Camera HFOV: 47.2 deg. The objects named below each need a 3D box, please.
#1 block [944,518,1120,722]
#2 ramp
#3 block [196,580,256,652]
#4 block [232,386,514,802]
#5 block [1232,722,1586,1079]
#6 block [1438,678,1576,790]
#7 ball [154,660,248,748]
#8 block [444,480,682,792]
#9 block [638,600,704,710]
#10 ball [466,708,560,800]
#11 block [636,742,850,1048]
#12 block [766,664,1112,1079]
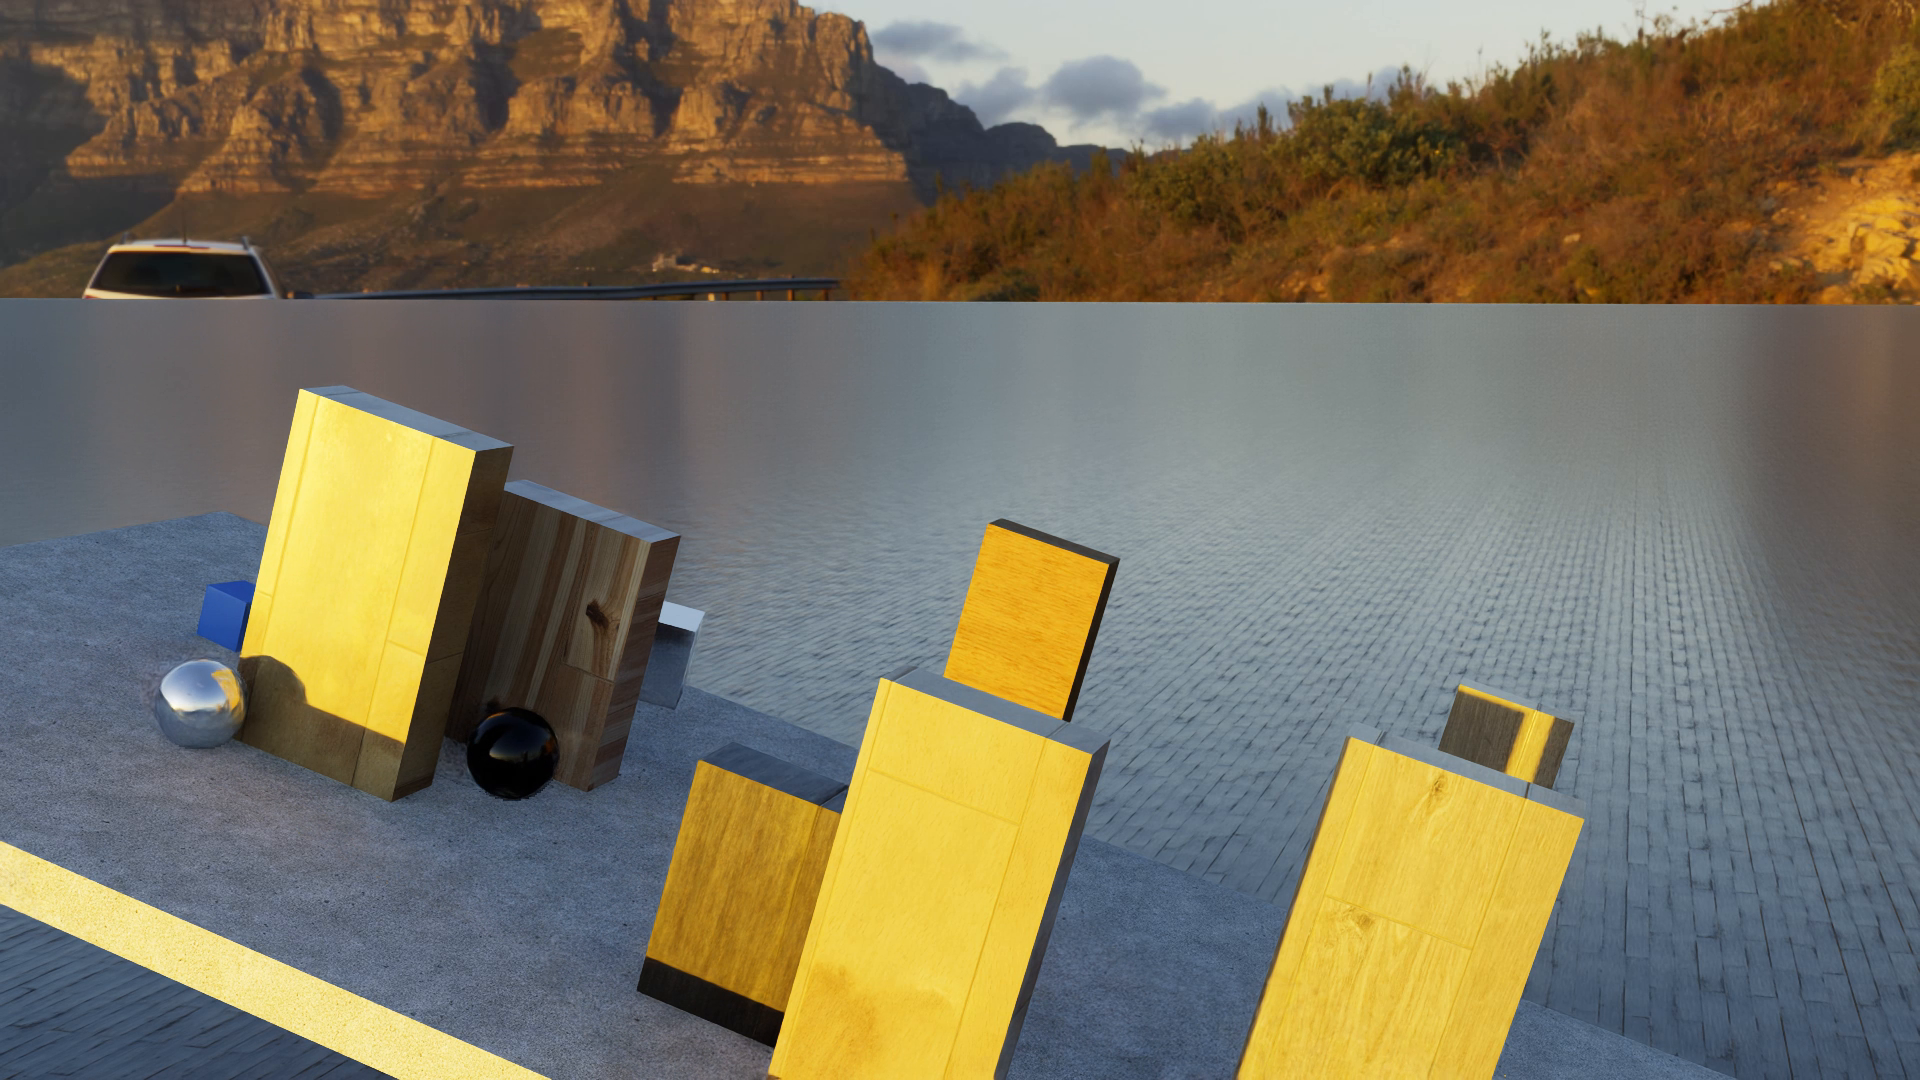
[{"bbox_3d":[0.102,0.335,4.675,0.271,0.707,0.106,19,12,14],"label":"block"},{"bbox_3d":[-0.371,0.719,4.236,4.000,0.100,2.000,19,12,14],"label":"ramp"},{"bbox_3d":[-1.547,0.163,4.726,0.112,0.112,0.112,21,12,22],"label":"block"},{"bbox_3d":[-1.121,0.097,4.159,0.377,0.691,0.144,19,12,14],"label":"block"},{"bbox_3d":[0.719,0.717,3.630,0.390,0.737,0.120,19,12,14],"label":"block"},{"bbox_3d":[1.070,0.646,4.639,0.242,0.664,0.084,19,12,14],"label":"block"},{"bbox_3d":[-1.413,0.305,4.098,0.165,0.165,0.165,0,7,0],"label":"ball"},{"bbox_3d":[-0.829,0.192,4.506,0.366,0.536,0.141,19,12,14],"label":"block"},{"bbox_3d":[-0.731,0.258,5.190,0.195,0.195,0.195,15,11,-3],"label":"block"},{"bbox_3d":[-0.872,0.416,4.289,0.178,0.178,0.178,0,7,0],"label":"ball"},{"bbox_3d":[-0.332,0.585,3.626,0.274,0.415,0.143,19,12,14],"label":"block"},{"bbox_3d":[-0.039,0.578,3.355,0.337,0.694,0.123,19,12,14],"label":"block"}]
